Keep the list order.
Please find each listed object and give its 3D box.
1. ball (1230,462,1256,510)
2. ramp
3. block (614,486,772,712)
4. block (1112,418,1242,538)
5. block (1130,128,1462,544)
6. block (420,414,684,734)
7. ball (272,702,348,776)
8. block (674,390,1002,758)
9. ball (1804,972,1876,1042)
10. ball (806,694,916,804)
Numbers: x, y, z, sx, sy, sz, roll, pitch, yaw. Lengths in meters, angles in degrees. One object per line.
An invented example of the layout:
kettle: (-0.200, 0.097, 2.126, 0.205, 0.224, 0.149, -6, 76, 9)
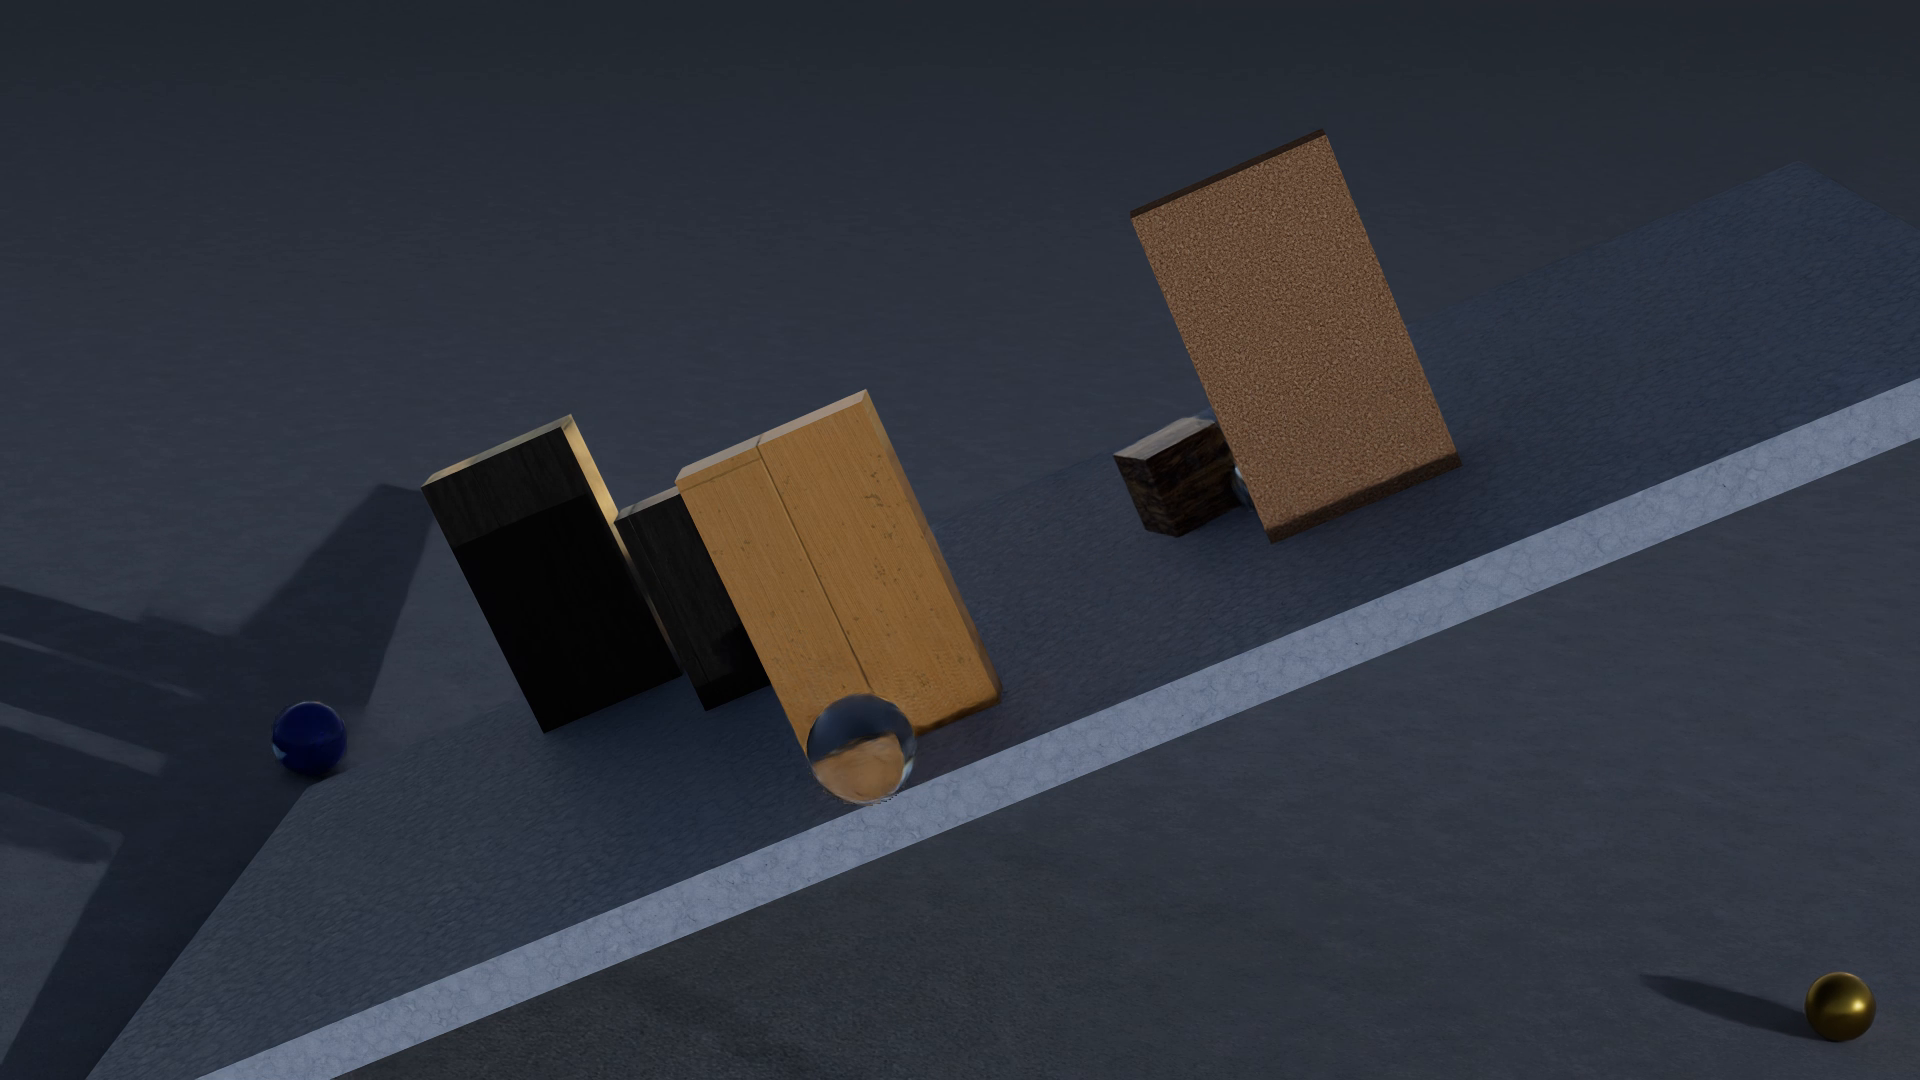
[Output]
ball: (0.622, -0.127, 6.049, 0.131, 0.131, 0.131, 0, 15, 0)
ramp: (0.132, 0.170, 6.284, 4.000, 0.100, 2.000, -23, 13, 8)
block: (-0.539, 0.107, 6.480, 0.255, 0.471, 0.109, -23, 13, 8)
block: (0.471, -0.135, 6.245, 0.182, 0.182, 0.182, -28, 13, -14)
block: (0.658, -0.394, 5.752, 0.404, 0.706, 0.097, -23, 13, 8)
block: (-0.949, 0.081, 6.929, 0.364, 0.654, 0.135, -23, 13, 8)
ball: (-1.741, 0.531, 7.873, 0.199, 0.199, 0.199, 0, 15, 0)
block: (-0.226, 0.086, 5.602, 0.386, 0.639, 0.109, -23, 13, 8)
ball: (1.873, 0.992, 6.256, 0.146, 0.146, 0.146, 0, 15, 0)
ball: (-0.178, 0.378, 5.334, 0.200, 0.200, 0.200, 0, 15, 0)
